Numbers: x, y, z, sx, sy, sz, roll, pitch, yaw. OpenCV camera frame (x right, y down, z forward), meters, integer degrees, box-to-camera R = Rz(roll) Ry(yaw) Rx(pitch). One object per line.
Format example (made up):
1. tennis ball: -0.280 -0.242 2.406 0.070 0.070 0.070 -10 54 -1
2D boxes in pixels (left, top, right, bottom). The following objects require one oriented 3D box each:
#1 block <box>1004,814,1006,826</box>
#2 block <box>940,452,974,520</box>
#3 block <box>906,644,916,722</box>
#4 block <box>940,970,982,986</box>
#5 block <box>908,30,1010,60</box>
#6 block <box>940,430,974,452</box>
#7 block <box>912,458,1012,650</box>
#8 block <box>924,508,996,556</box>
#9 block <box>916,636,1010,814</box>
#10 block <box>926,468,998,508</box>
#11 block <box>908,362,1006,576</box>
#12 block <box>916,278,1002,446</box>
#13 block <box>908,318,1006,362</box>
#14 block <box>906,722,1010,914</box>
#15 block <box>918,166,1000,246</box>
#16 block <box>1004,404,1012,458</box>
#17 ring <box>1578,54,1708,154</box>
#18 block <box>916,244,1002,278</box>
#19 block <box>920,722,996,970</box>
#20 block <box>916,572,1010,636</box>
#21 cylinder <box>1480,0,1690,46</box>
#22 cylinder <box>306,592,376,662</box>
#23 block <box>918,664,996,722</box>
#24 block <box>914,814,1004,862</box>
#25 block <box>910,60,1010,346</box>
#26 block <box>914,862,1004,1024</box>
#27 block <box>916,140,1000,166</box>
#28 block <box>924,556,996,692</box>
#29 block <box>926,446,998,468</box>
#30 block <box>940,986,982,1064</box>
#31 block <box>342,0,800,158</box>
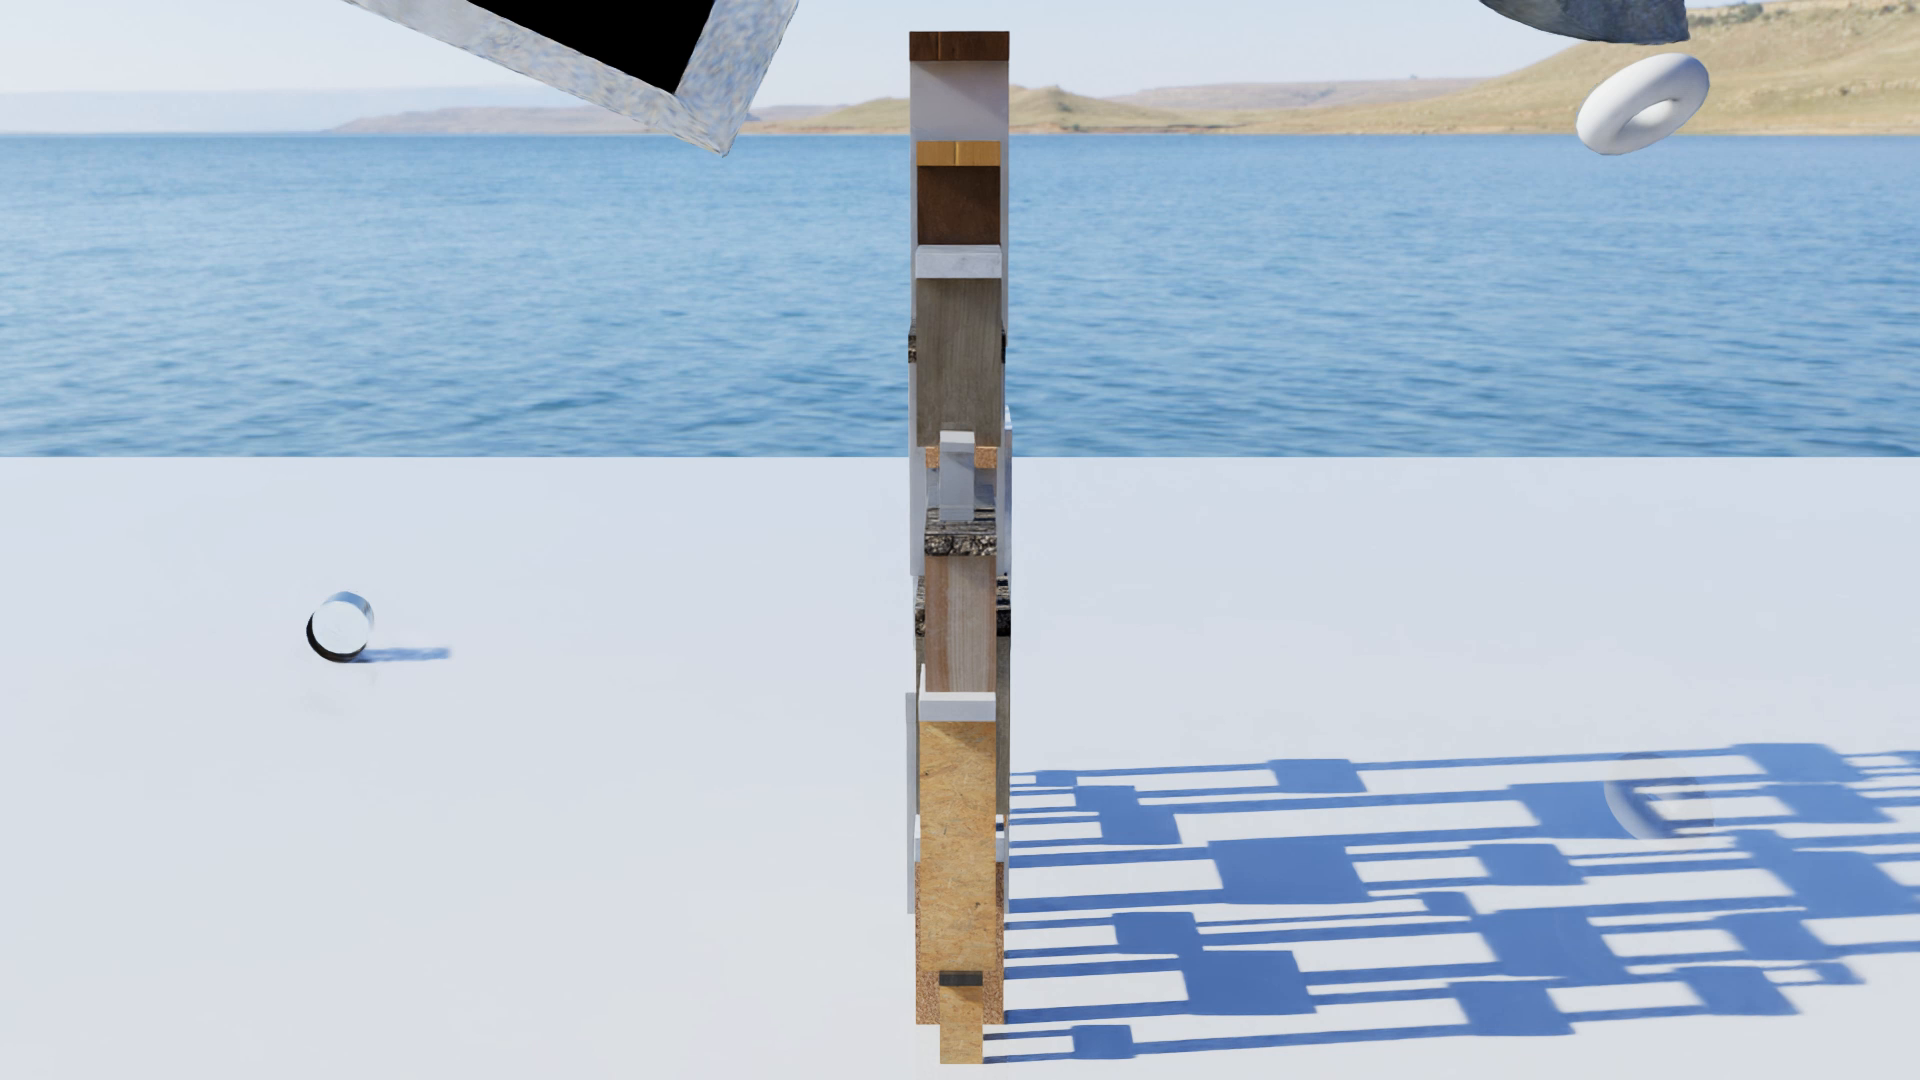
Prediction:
1. block: 0.004 0.264 3.334 0.134 0.344 0.038 0 11 0
2. block: -0.004 -0.074 2.965 0.046 0.093 0.013 0 9 0
3. block: -0.004 0.233 3.641 0.166 0.047 0.332 0 11 0
4. block: 0.001 0.583 3.022 0.058 0.017 0.117 0 11 0
5. block: -0.002 -0.797 3.570 0.156 0.044 0.312 0 11 0
6. block: -0.004 -0.134 2.986 0.046 0.013 0.093 2 12 -1
7. block: 0.003 0.018 3.749 0.168 0.337 0.048 0 11 0
8. block: 0.001 -0.012 2.967 0.095 0.027 0.189 0 12 0
9. block: 0.004 0.259 3.152 0.134 0.268 0.038 0 11 0
10. block: 0.002 -0.008 3.101 0.099 0.199 0.028 0 11 0
11. block: -0.004 -0.109 3.305 0.143 0.324 0.041 0 10 0
12. block: -0.002 -0.248 3.054 0.117 0.235 0.033 0 11 0
13. block: -0.005 -0.306 3.365 0.143 0.041 0.286 0 11 0
14. block: -0.003 0.440 3.567 0.166 0.332 0.047 0 11 0
15. block: -0.002 -0.433 3.266 0.122 0.245 0.035 0 11 0
16. block: 0.003 -0.191 3.824 0.168 0.048 0.337 0 11 0
17. ring: 1.978 -1.260 6.371 0.392 0.131 0.392 -18 -21 -7
18. block: -0.001 -0.394 3.107 0.117 0.033 0.235 0 11 0
19. block: -0.003 0.406 2.958 0.101 0.354 0.029 0 10 0
20. block: 0.004 0.092 3.212 0.134 0.038 0.268 0 11 0
21. cylinder: 0.263 -0.296 0.947 0.157 0.157 0.157 -9 14 -42
22. cylinder: -1.495 0.208 5.313 0.145 0.145 0.145 -2 9 -9
23. block: -0.003 0.206 2.990 0.101 0.029 0.202 0 11 0
24. block: -0.001 0.408 3.181 0.125 0.035 0.250 0 11 0
25. block: -0.001 -0.535 3.512 0.156 0.449 0.044 0 10 0
26. block: -0.001 0.564 3.125 0.125 0.250 0.035 0 11 0
27. block: -0.002 -0.585 3.320 0.122 0.035 0.245 0 11 0
28. block: 0.001 0.107 2.925 0.095 0.189 0.027 0 10 0
29. block: 0.002 -0.131 3.146 0.099 0.028 0.199 0 11 0
30. block: 0.002 0.656 2.995 0.058 0.117 0.017 0 11 0
31. block: -0.207 -0.394 0.989 0.284 0.284 0.284 24 -4 12
